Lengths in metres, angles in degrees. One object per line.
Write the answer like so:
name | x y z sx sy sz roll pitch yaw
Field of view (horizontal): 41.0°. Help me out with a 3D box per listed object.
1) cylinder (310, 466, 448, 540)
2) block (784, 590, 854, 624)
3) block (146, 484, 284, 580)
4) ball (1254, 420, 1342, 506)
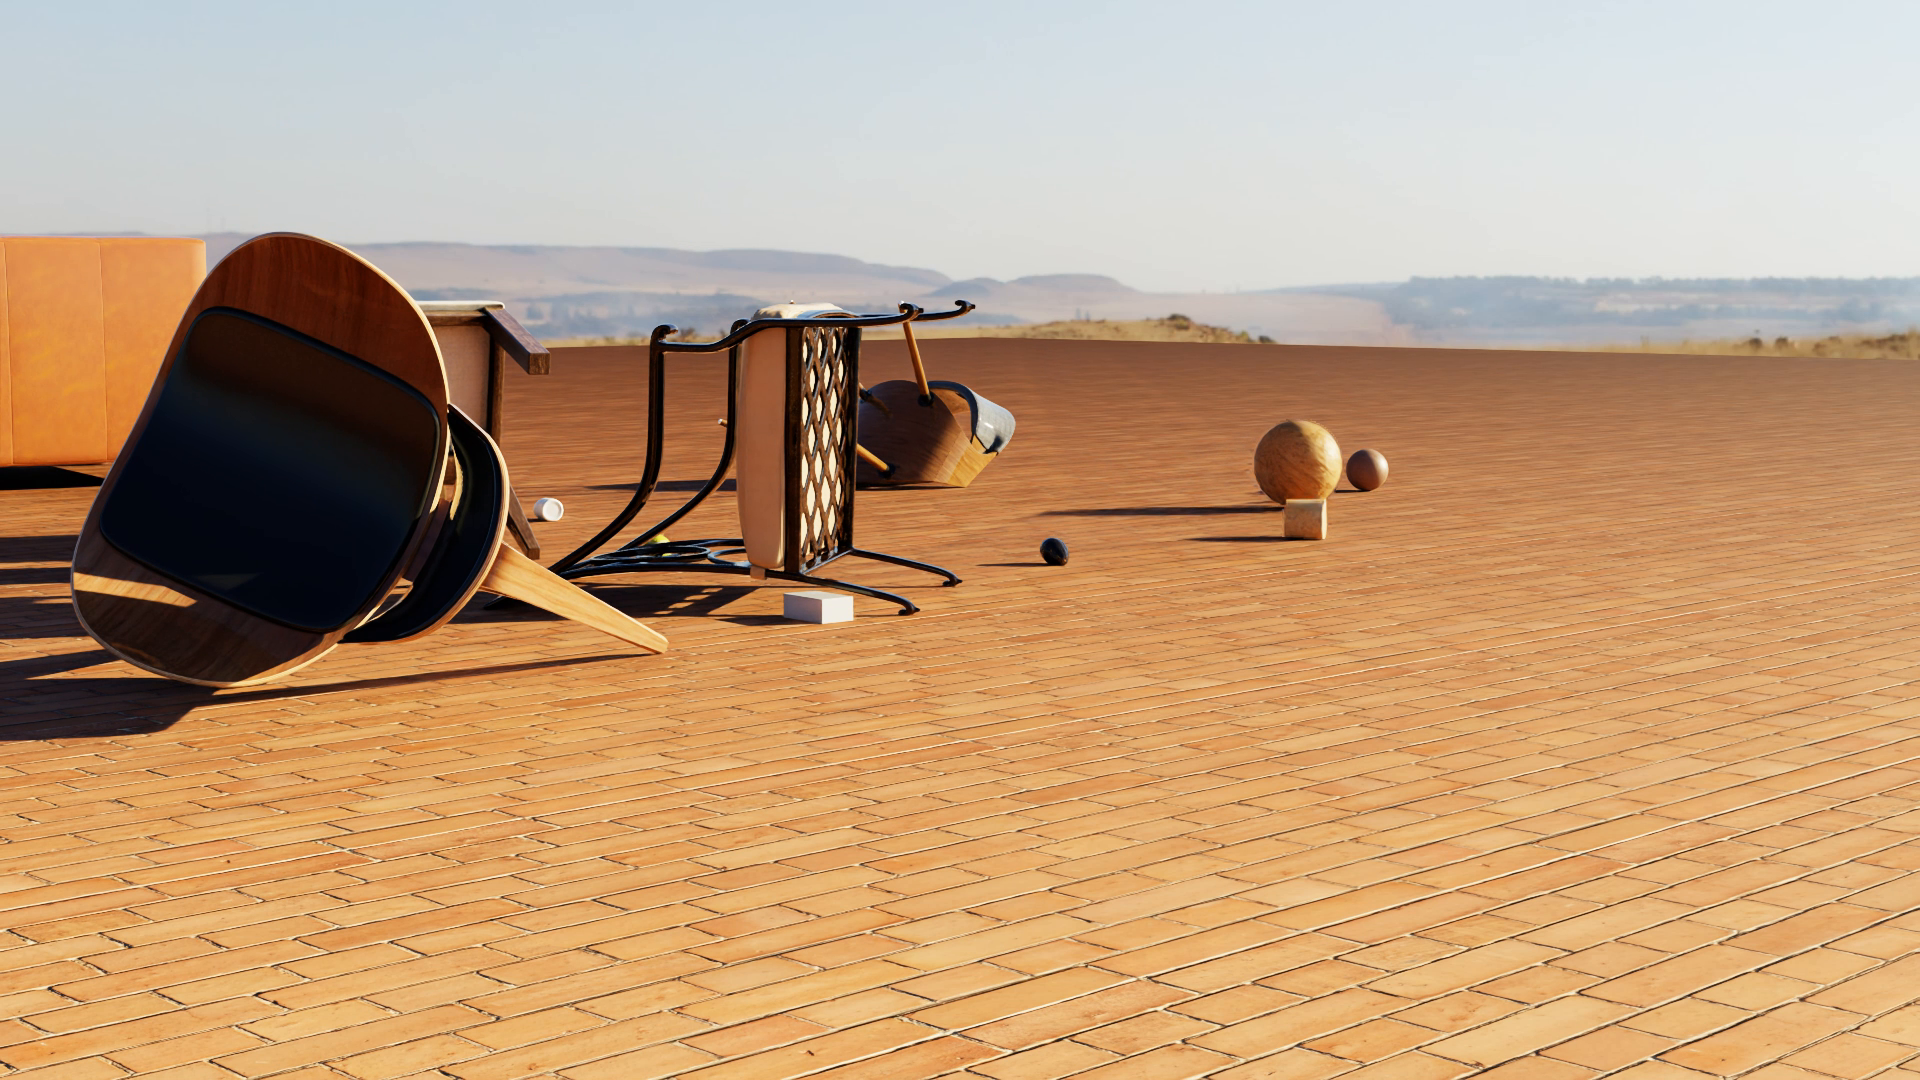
cylinder | -1.471 -0.095 6.485 0.313 0.174 0.300 -2 8 -17
block | -0.273 0.129 4.935 0.074 0.047 0.124 -5 8 -40
block | -1.662 -0.023 5.728 0.271 0.185 0.170 5 8 41
ball | 0.959 -0.215 7.284 0.249 0.249 0.249 0 6 0
